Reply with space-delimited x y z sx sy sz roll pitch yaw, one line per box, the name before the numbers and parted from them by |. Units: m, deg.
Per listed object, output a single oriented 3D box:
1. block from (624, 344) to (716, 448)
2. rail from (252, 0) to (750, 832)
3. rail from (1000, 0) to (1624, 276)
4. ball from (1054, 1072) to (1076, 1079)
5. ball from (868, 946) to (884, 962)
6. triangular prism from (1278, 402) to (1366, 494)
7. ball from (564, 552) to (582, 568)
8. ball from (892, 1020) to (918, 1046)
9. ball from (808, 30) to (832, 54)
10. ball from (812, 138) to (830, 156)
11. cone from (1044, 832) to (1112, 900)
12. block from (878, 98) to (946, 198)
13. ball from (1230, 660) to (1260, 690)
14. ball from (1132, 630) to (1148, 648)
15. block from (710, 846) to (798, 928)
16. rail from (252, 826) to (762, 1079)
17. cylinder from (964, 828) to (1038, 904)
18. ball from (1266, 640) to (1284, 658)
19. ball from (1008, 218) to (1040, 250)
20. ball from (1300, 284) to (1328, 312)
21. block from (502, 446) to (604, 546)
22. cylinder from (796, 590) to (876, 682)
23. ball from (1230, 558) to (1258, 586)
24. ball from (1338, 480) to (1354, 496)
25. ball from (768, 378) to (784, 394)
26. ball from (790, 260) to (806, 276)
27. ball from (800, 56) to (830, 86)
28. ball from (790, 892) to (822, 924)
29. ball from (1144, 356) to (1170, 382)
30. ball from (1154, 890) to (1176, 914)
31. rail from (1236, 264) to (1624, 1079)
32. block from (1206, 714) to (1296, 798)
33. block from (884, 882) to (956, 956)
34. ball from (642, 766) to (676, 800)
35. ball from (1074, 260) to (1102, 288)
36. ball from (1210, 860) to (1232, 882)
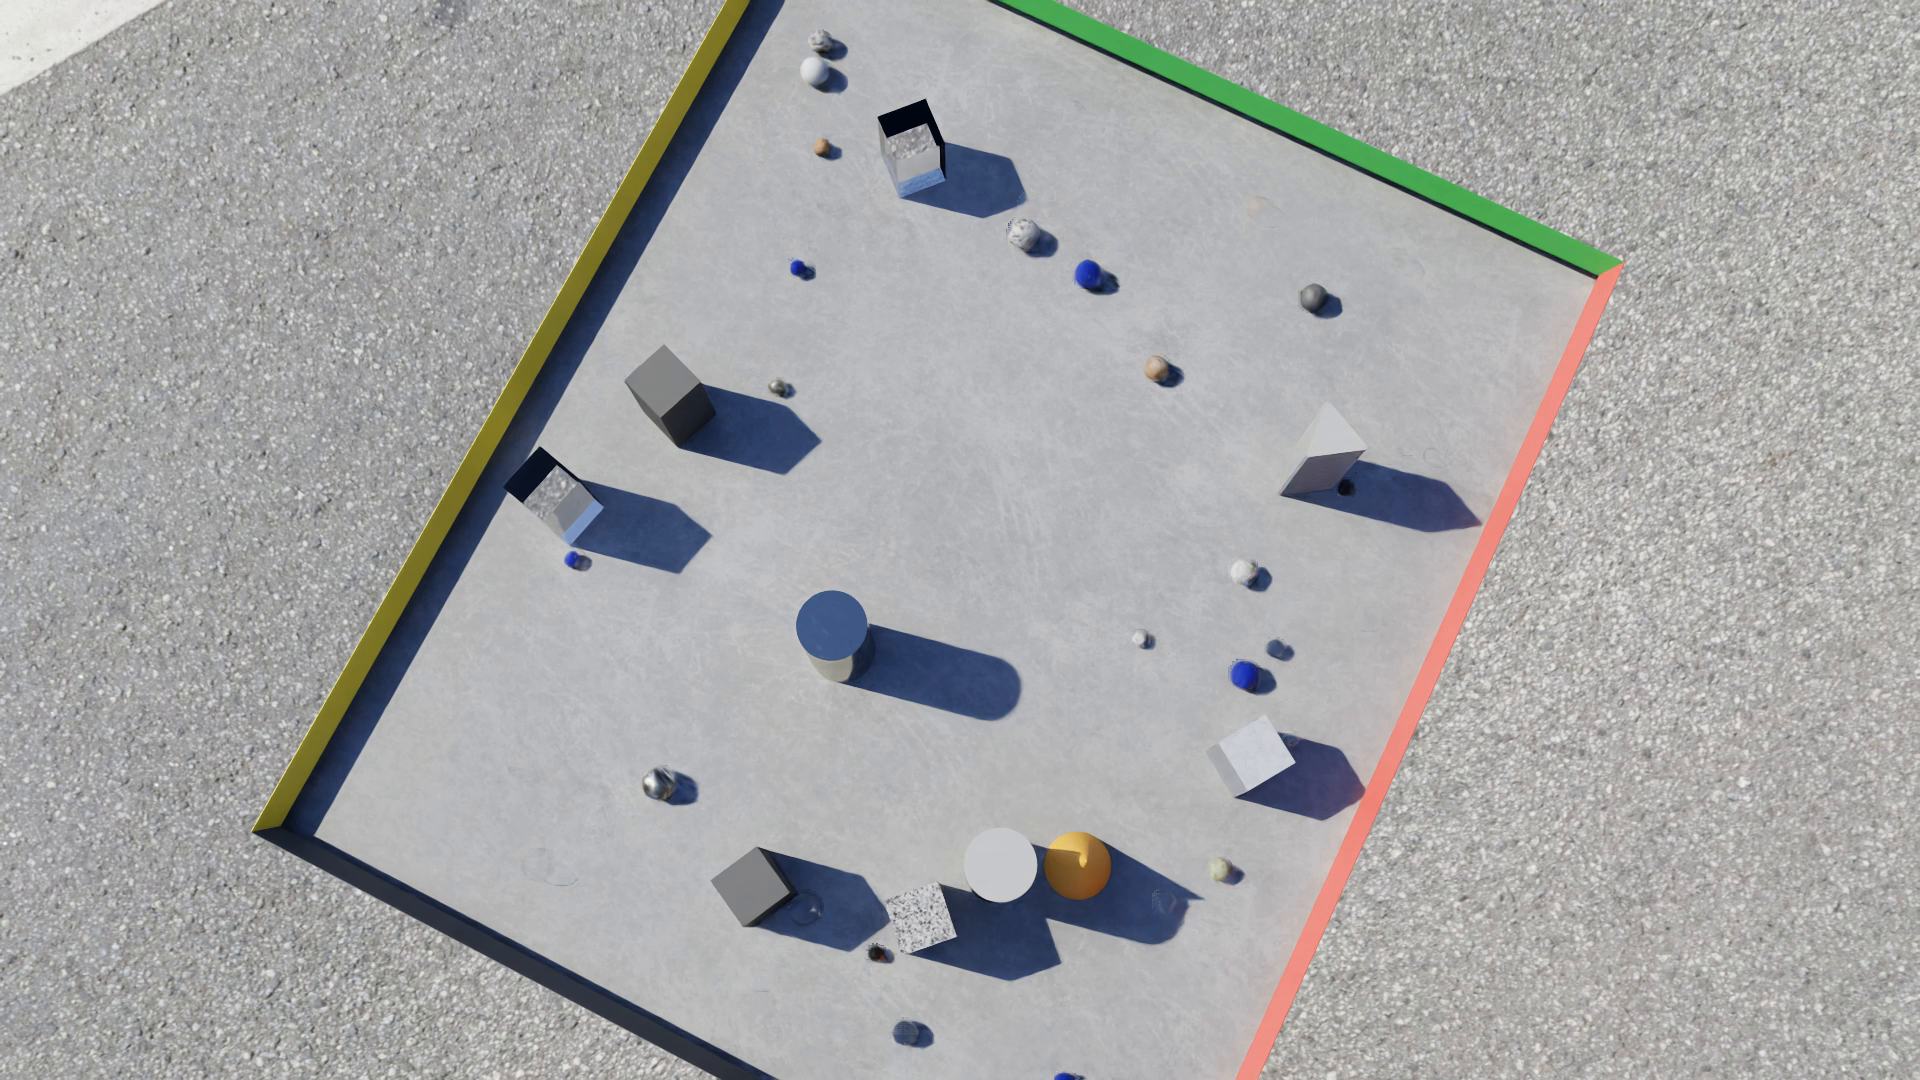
block | -0.870 -0.430 5.526 0.159 0.352 0.159 -43 82 -8
rail | -1.276 -0.618 5.677 0.045 0.129 3.398 26 80 5
rail | 0.749 -1.460 5.852 2.900 0.129 0.045 26 80 5
ball | 0.300 1.565 5.254 0.076 0.076 0.076 0 78 0
ball | -0.244 1.208 5.343 0.047 0.047 0.047 0 78 0
triangular prism | 1.055 -0.273 5.429 0.172 0.478 0.149 -8 78 -2
ball | -1.179 0.060 5.579 0.050 0.050 0.050 0 78 0
ball | -0.158 1.422 5.286 0.072 0.072 0.072 0 78 0
ball | -0.450 -1.608 5.911 0.076 0.076 0.076 0 78 0
ball | -0.441 -1.255 5.848 0.056 0.056 0.056 0 78 0
cone | 0.348 0.922 5.220 0.199 0.403 0.199 0 78 0
block | -0.149 -1.220 5.724 0.159 0.284 0.159 -21 79 -4
ball | 0.854 0.405 5.488 0.088 0.088 0.088 0 78 0
ball | 0.545 0.299 5.530 0.049 0.049 0.049 0 78 0
block | -0.586 0.997 5.258 0.159 0.299 0.159 -36 81 -7
rail | -0.749 1.474 5.244 2.900 0.129 0.045 26 80 5
cylinder | 0.109 0.925 5.180 0.199 0.480 0.199 0 78 0
ball | 0.950 0.327 5.521 0.055 0.055 0.055 0 78 0
ball | 0.202 -0.963 5.766 0.097 0.097 0.097 0 78 0
ball | 1.106 -0.758 5.729 0.087 0.087 0.087 0 78 0
block | -1.207 -0.127 5.460 0.159 0.358 0.159 39 81 7
cylinder | -0.356 0.285 5.318 0.199 0.470 0.199 0 78 0
ball | 0.861 0.097 5.554 0.083 0.083 0.083 0 78 0
ball | 1.185 -0.160 5.623 0.052 0.052 0.052 0 78 0
ball | -0.569 -0.476 5.690 0.050 0.050 0.050 0 78 0
ball | -0.511 -0.857 5.767 0.052 0.052 0.052 0 78 0
ball | -0.466 -1.506 5.881 0.092 0.092 0.092 0 78 0
ball | -0.451 1.074 5.346 0.095 0.095 0.095 0 78 0
ball | 0.610 -0.532 5.687 0.078 0.078 0.078 0 78 0
ball | 0.599 1.059 5.363 0.066 0.066 0.066 0 78 0
rail | 1.276 0.631 5.419 0.045 0.129 3.398 26 80 5
block | 0.843 0.632 5.341 0.159 0.284 0.159 -30 80 -6
block | -0.110 1.079 5.227 0.159 0.326 0.159 -19 79 -4
ball | -0.891 0.720 5.417 0.100 0.100 0.100 0 78 0
ball | 0.402 -0.833 5.744 0.088 0.088 0.088 0 78 0
ball | 0.764 0.971 5.382 0.065 0.065 0.065 0 78 0
